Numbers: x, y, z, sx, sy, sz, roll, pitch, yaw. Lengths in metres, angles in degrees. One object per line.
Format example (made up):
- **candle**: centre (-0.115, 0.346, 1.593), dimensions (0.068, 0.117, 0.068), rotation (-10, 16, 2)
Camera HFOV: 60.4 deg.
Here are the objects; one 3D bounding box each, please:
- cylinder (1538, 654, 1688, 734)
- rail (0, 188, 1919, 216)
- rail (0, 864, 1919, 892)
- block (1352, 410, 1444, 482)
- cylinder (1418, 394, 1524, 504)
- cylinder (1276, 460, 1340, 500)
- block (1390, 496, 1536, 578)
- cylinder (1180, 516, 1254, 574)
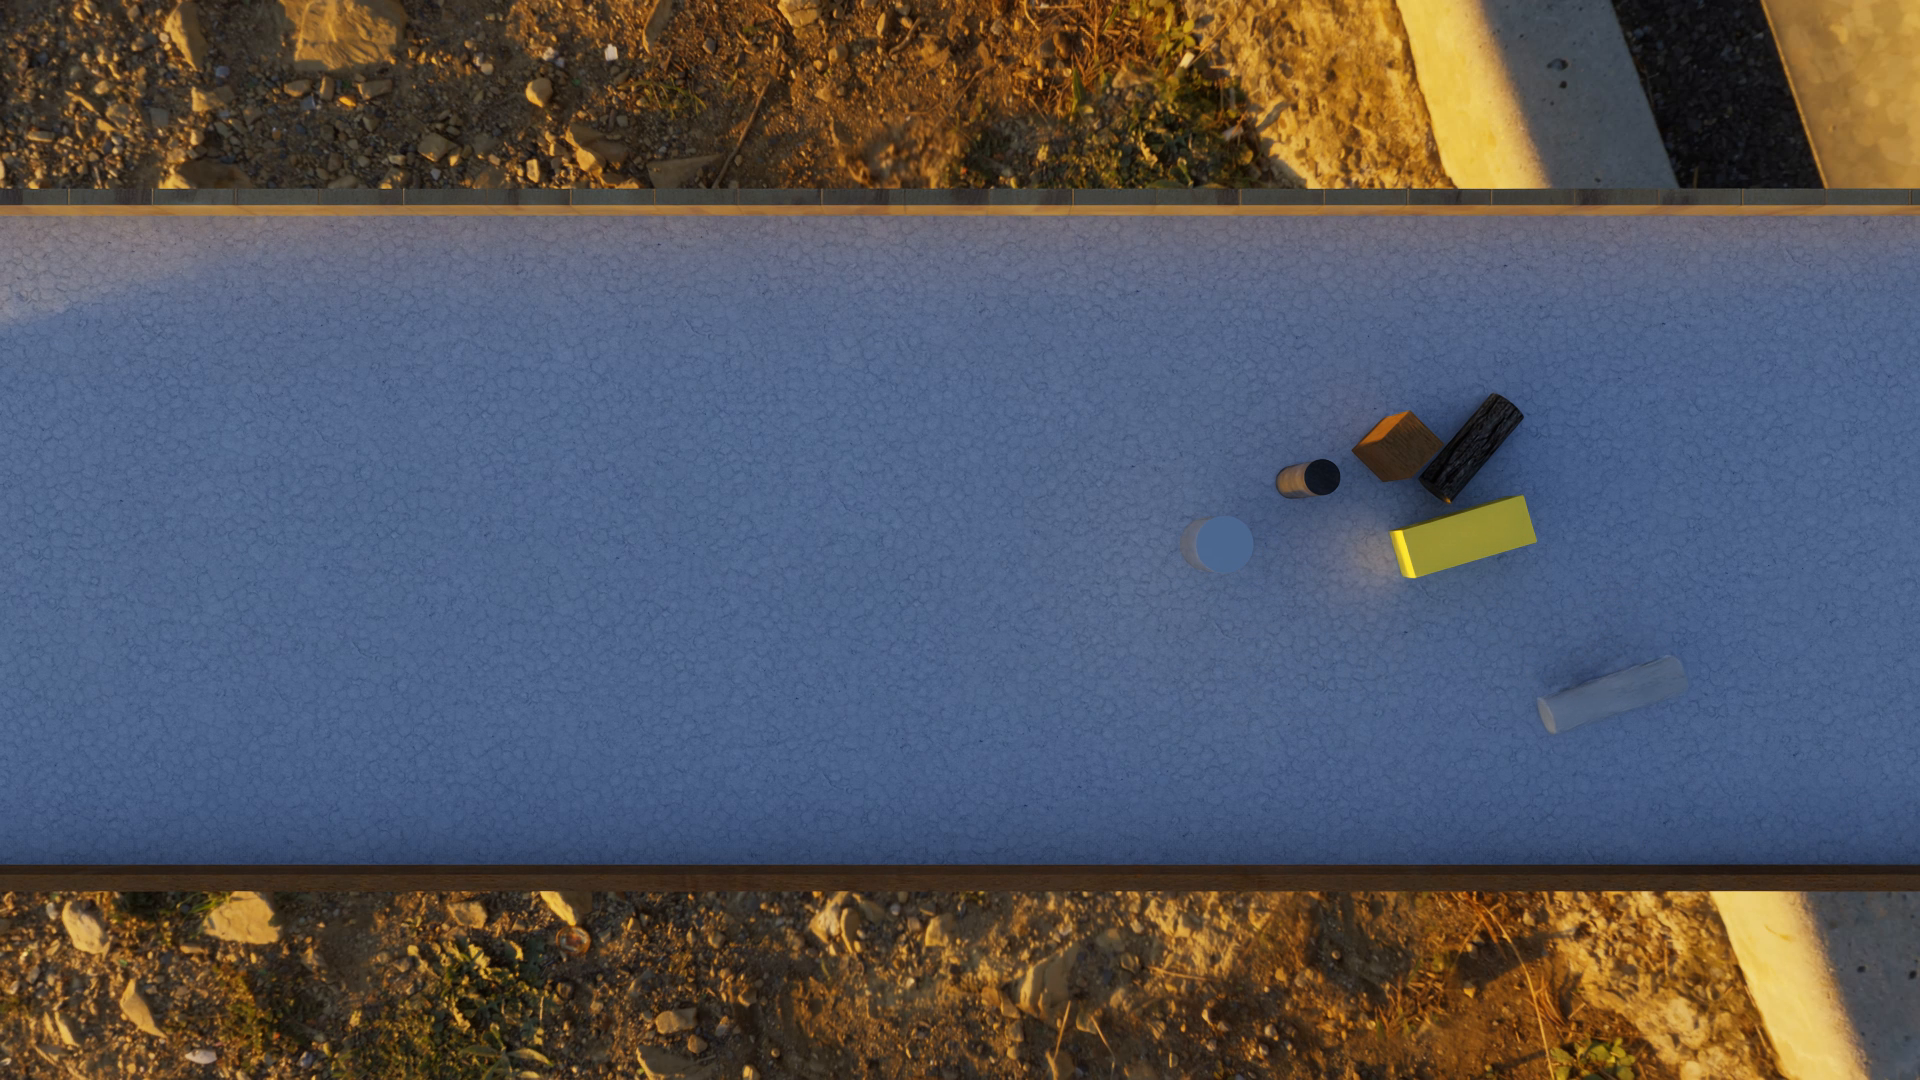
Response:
- **cylinder**: centre (1.983, 0.470, 5.018), dimensions (0.420, 0.118, 0.118), rotation (-18, 90, 0)
- **rail**: centre (-2.247, -1.025, 5.002), dimensions (12.000, 0.150, 0.050), rotation (0, 90, 0)
- **rail**: centre (-2.247, 1.025, 5.001), dimensions (12.000, 0.150, 0.050), rotation (0, 90, 0)
- **block**: centre (1.302, -0.276, 4.921), dimensions (0.139, 0.311, 0.139), rotation (45, 90, 0)
- **cylinder**: centre (1.554, -0.279, 5.016), dimensions (0.122, 0.122, 0.339), rotation (41, 90, 0)
- **cylinder**: centre (1.023, -0.177, 4.865), dimensions (0.103, 0.423, 0.103), rotation (0, 90, 0)
- **block**: centre (1.523, -0.011, 5.003), dimensions (0.379, 0.146, 0.146), rotation (-16, 90, 0)
- **cylinder**: centre (0.758, 0.013, 4.899), dimensions (0.165, 0.354, 0.165), rotation (0, 90, 0)
